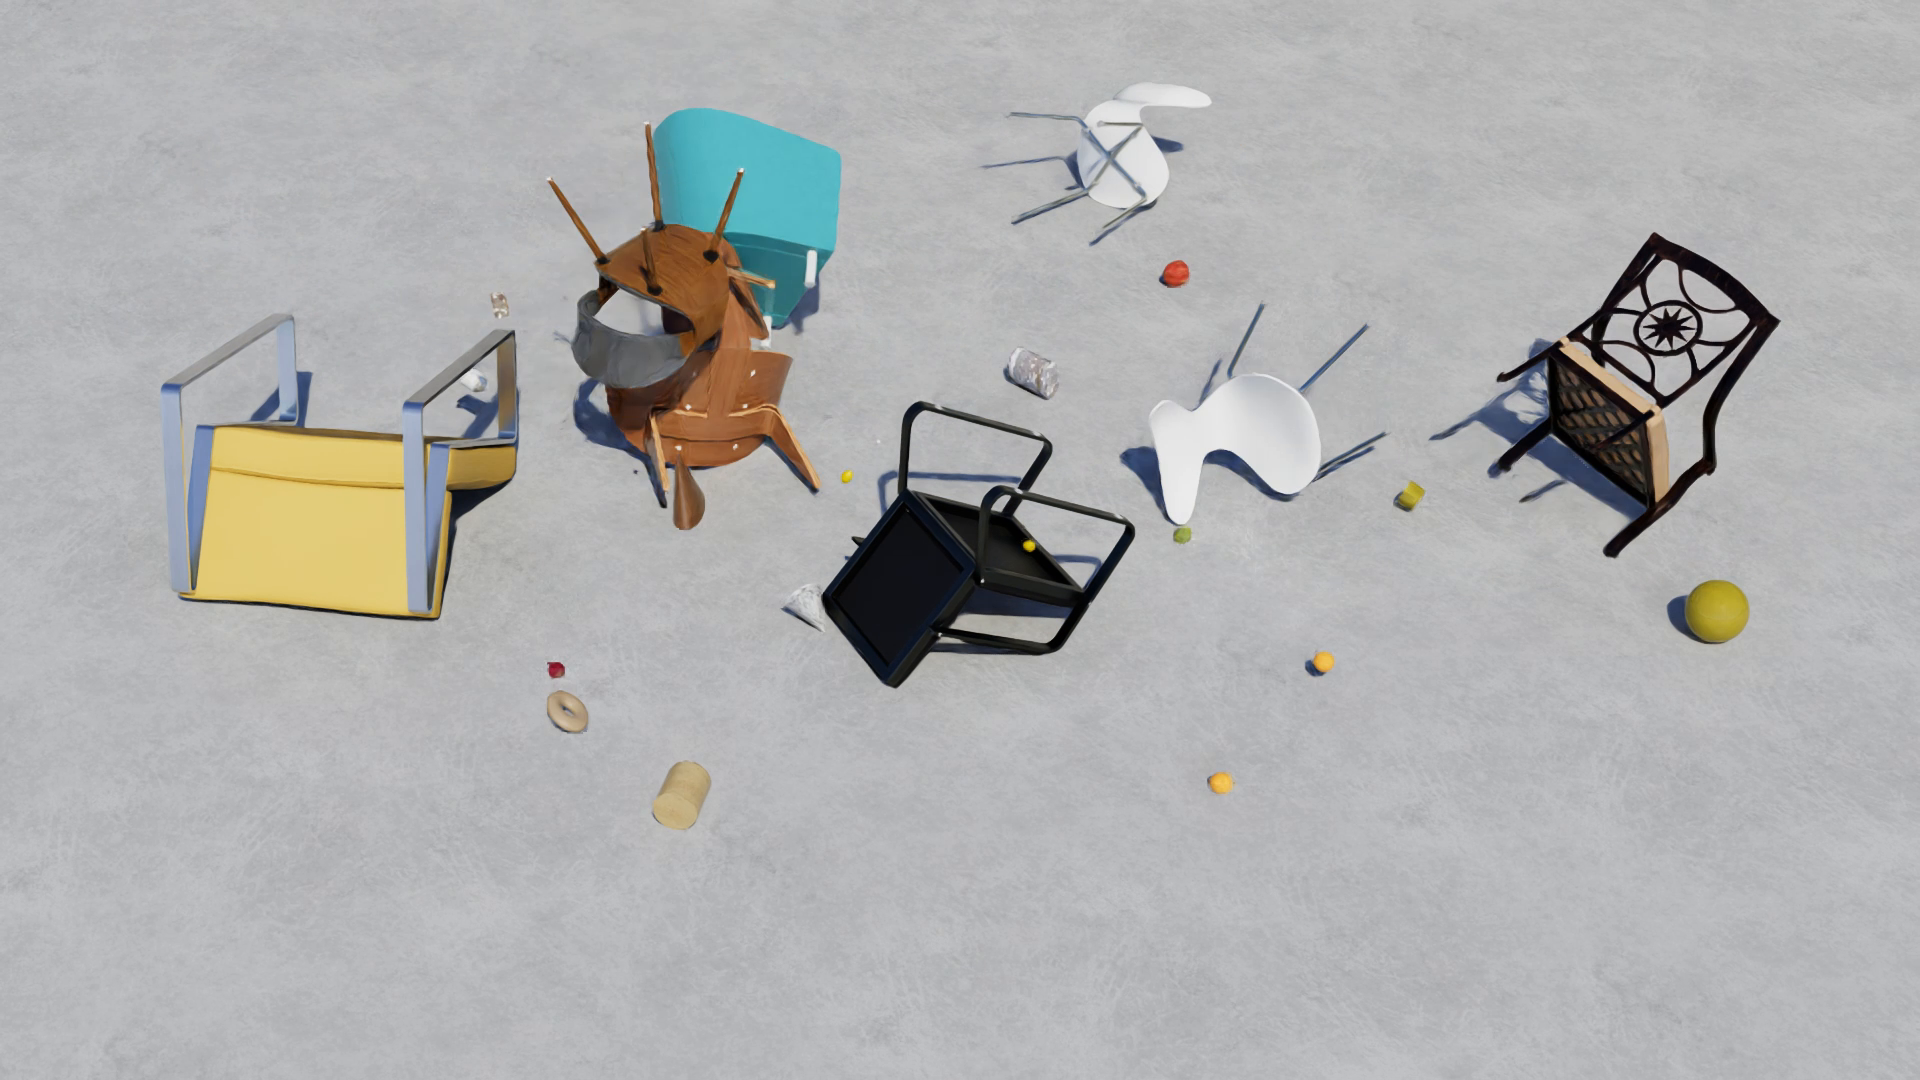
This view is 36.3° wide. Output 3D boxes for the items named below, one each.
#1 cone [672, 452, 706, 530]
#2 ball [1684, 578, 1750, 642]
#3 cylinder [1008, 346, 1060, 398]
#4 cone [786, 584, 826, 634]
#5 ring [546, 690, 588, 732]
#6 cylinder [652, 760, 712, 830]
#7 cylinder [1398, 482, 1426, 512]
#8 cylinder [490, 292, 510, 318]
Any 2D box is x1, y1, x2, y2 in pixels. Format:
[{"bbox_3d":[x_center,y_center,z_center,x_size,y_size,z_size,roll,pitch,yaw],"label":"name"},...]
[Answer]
[{"bbox_3d":[-1.041,-0.223,11.024,0.125,0.265,0.275,-4,37,6],"label":"cone"},{"bbox_3d":[2.675,0.250,10.360,0.225,0.225,0.225,0,33,0],"label":"ball"},{"bbox_3d":[0.298,-0.674,11.812,0.111,0.172,0.180,-36,46,-29],"label":"cylinder"},{"bbox_3d":[-0.521,0.269,10.463,0.140,0.193,0.165,-30,71,-5],"label":"cone"},{"bbox_3d":[-1.334,0.583,9.967,0.159,0.044,0.206,25,24,-23],"label":"ring"},{"bbox_3d":[-0.905,0.831,9.546,0.147,0.153,0.170,34,34,-10],"label":"cylinder"},{"bbox_3d":[1.708,-0.164,11.083,0.065,0.105,0.094,36,59,12],"label":"cylinder"},{"bbox_3d":[-1.719,-0.879,10.951,0.060,0.092,0.034,-2,29,13],"label":"cylinder"}]
